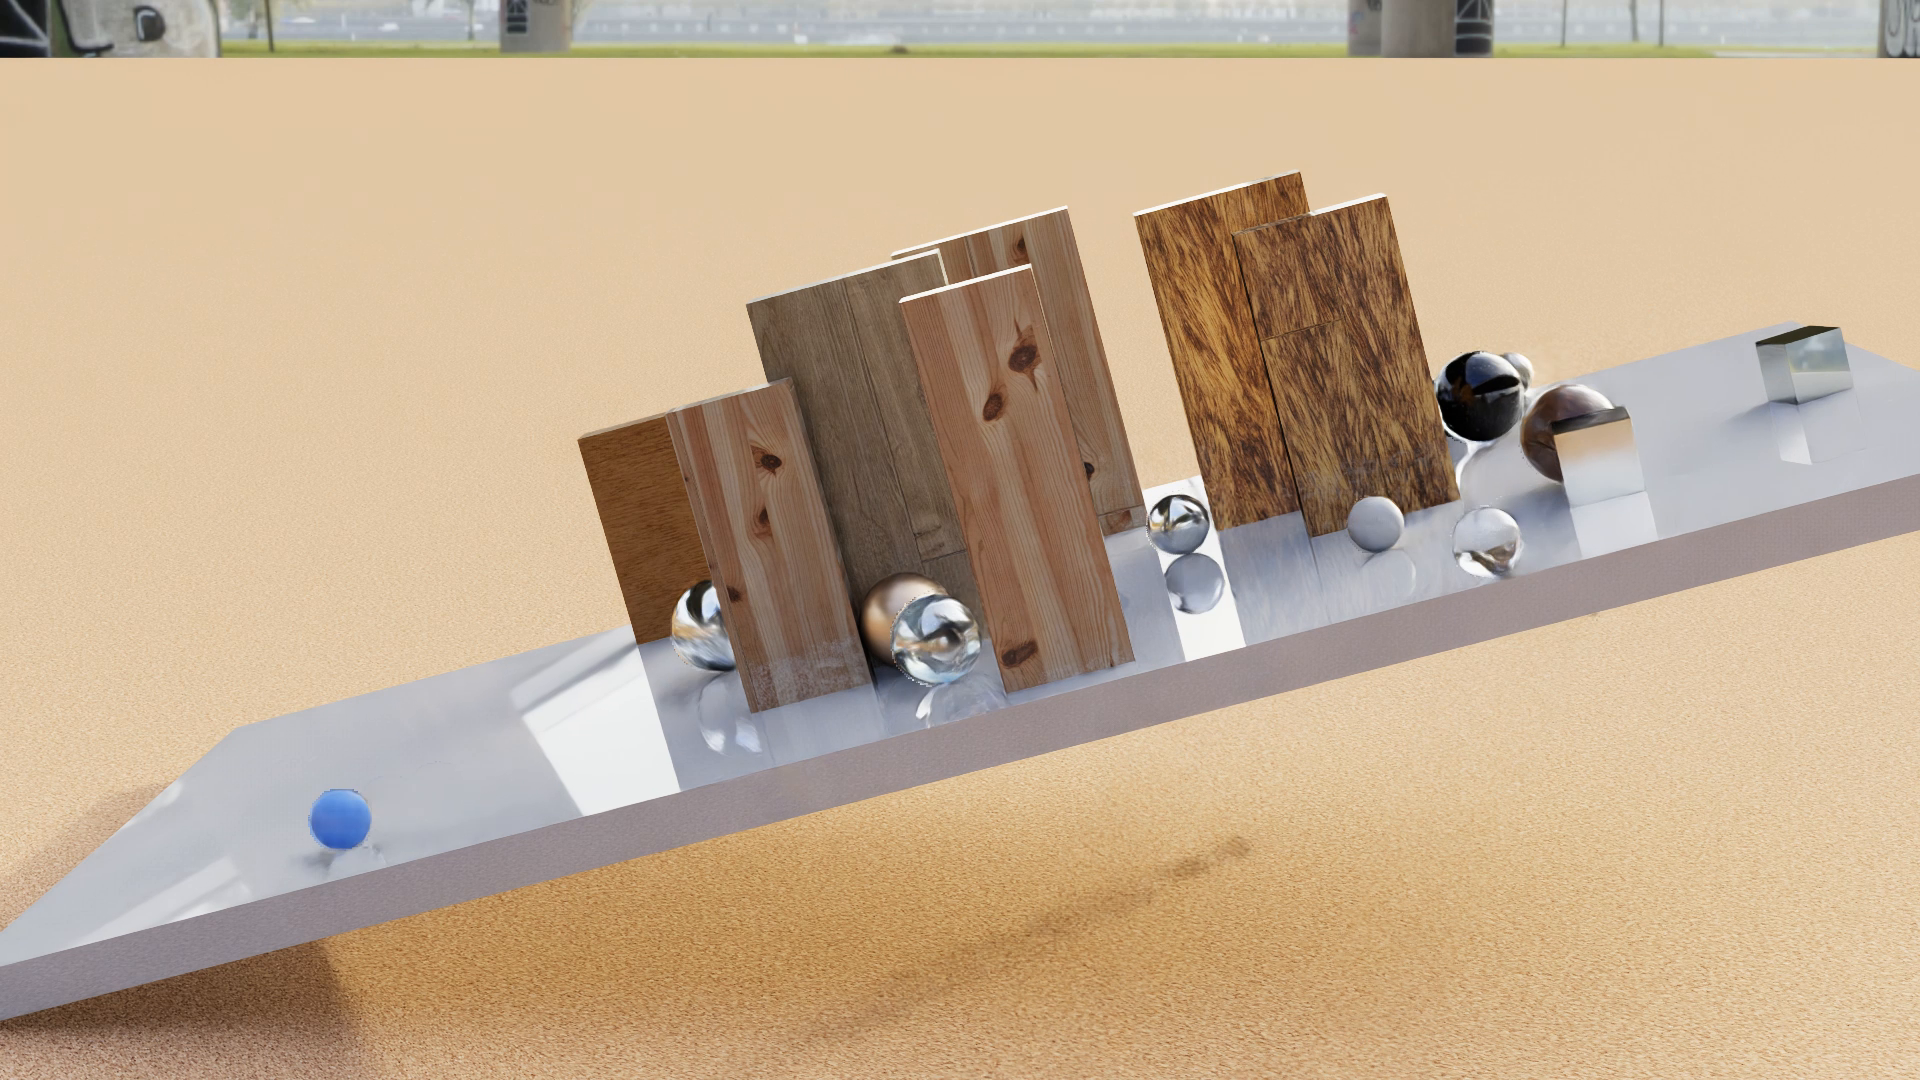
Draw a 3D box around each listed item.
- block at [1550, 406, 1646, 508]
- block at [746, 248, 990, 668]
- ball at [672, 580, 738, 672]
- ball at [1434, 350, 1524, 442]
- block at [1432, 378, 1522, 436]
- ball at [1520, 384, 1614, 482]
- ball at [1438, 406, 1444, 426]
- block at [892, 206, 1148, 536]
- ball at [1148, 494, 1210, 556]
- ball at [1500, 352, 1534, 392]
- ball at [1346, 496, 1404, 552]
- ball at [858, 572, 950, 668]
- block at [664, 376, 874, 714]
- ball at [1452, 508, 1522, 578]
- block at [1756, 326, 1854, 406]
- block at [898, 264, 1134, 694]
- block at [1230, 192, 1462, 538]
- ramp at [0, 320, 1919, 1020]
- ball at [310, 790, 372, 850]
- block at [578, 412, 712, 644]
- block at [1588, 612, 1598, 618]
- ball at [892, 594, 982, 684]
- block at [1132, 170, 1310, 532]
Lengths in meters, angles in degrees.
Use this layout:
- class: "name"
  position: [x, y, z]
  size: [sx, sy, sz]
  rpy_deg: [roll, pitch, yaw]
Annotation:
- class: "block"
  position: [1.248, -0.163, 5.756]
  size: [0.148, 0.148, 0.148]
  rpy_deg: [-13, 10, 12]
- class: "block"
  position: [-0.134, -0.159, 5.999]
  size: [0.399, 0.784, 0.114]
  rpy_deg: [-15, 9, 4]
- class: "ball"
  position: [-0.527, 0.186, 6.405]
  size: [0.203, 0.203, 0.203]
  rpy_deg: [0, 10, 0]
- class: "ball"
  position: [1.171, -0.324, 6.650]
  size: [0.208, 0.208, 0.208]
  rpy_deg: [0, 10, 0]
- class: "block"
  position: [1.201, -0.328, 6.853]
  size: [0.135, 0.135, 0.135]
  rpy_deg: [-20, 10, -27]
- class: "ball"
  position: [1.230, -0.214, 5.928]
  size: [0.200, 0.200, 0.200]
  rpy_deg: [0, 10, 0]
- class: "ball"
  position: [0.982, -0.260, 6.601]
  size: [0.202, 0.202, 0.202]
  rpy_deg: [0, 10, 0]
- class: "block"
  position: [0.142, -0.351, 6.792]
  size: [0.415, 0.751, 0.112]
  rpy_deg: [-15, 9, 4]
- class: "ball"
  position: [0.468, -0.034, 6.302]
  size: [0.134, 0.134, 0.134]
  rpy_deg: [0, 10, 0]
- class: "ball"
  position: [1.340, -0.402, 7.154]
  size: [0.108, 0.108, 0.108]
  rpy_deg: [0, 10, 0]
- class: "ball"
  position: [0.818, -0.031, 5.792]
  size: [0.111, 0.111, 0.111]
  rpy_deg: [0, 10, 0]
- class: "ball"
  position: [-0.105, 0.160, 5.892]
  size: [0.195, 0.195, 0.195]
  rpy_deg: [0, 10, 0]
- class: "block"
  position: [-0.377, 0.011, 5.877]
  size: [0.253, 0.626, 0.087]
  rpy_deg: [-15, 9, 4]
- class: "ball"
  position: [0.951, 0.005, 5.308]
  size: [0.127, 0.127, 0.127]
  rpy_deg: [0, 10, 0]
- class: "block"
  position: [1.772, -0.368, 6.173]
  size: [0.130, 0.130, 0.130]
  rpy_deg: [-17, 9, -10]
- class: "block"
  position: [0.108, -0.111, 5.426]
  size: [0.247, 0.751, 0.093]
  rpy_deg: [-15, 9, 4]
- class: "block"
  position: [0.801, -0.362, 6.109]
  size: [0.320, 0.647, 0.111]
  rpy_deg: [-15, 9, 4]
- class: "ramp"
  position: [0.080, 0.191, 6.330]
  size: [4.000, 0.100, 2.000]
  rpy_deg: [-15, 9, 4]
- class: "ball"
  position: [-1.193, 0.539, 5.666]
  size: [0.115, 0.115, 0.115]
  rpy_deg: [0, 10, 0]
- class: "block"
  position: [-0.706, -0.037, 7.051]
  size: [0.274, 0.514, 0.109]
  rpy_deg: [-15, 9, 4]
- class: "block"
  position: [1.645, 0.122, 7.818]
  size: [0.112, 0.112, 0.112]
  rpy_deg: [20, -10, 34]
- class: "ball"
  position: [-0.046, 0.192, 5.675]
  size: [0.173, 0.173, 0.173]
  rpy_deg: [0, 10, 0]
- class: "block"
  position: [0.649, -0.415, 6.457]
  size: [0.369, 0.716, 0.114]
  rpy_deg: [-15, 9, 4]
